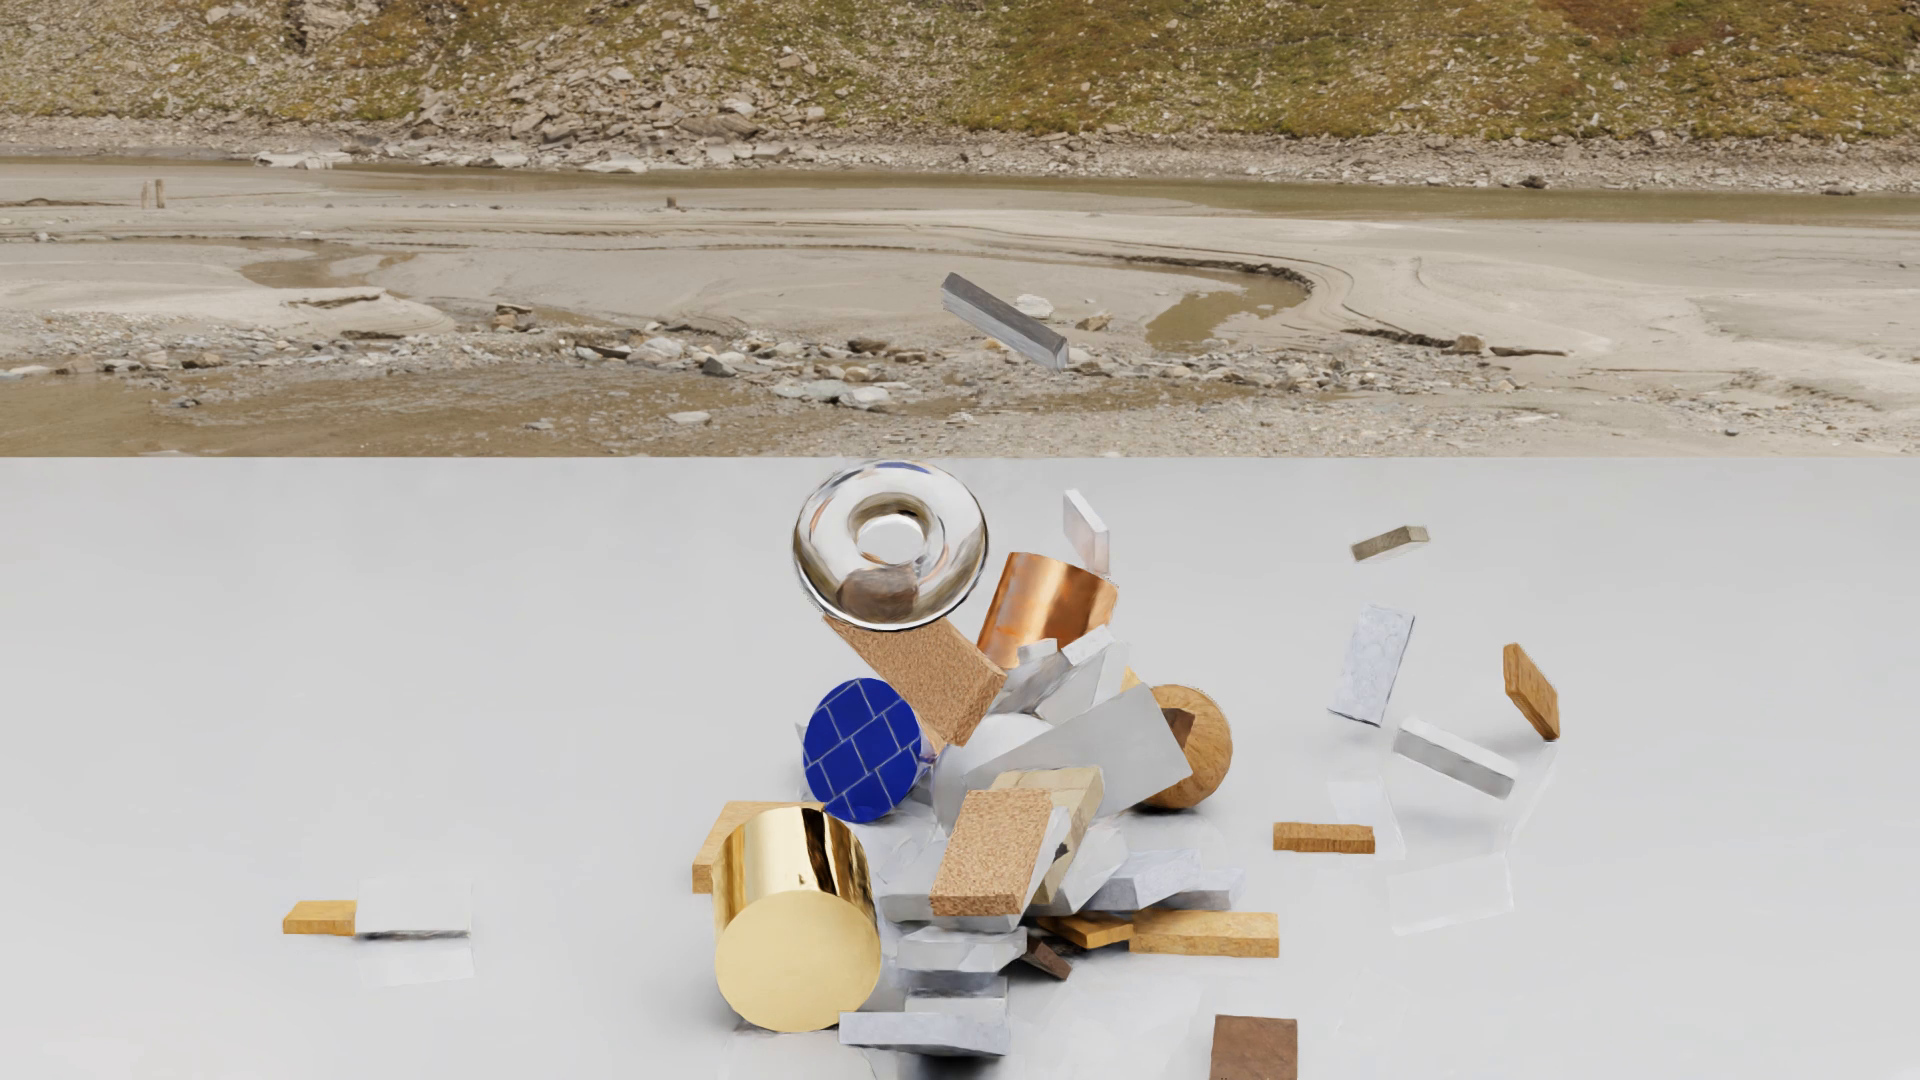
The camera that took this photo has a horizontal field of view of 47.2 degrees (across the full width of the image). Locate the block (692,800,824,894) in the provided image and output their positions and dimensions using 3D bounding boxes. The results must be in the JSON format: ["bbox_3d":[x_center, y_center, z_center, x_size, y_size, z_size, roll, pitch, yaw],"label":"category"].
[{"bbox_3d":[-0.346,0.534,3.835,0.178,0.050,0.355,1,11,4],"label":"block"}]

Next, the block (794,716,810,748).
[{"bbox_3d":[-0.242,0.417,4.306,0.029,0.104,0.207,-29,25,-30],"label":"block"}]

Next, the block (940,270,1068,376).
[{"bbox_3d":[0.085,-0.406,4.133,0.256,0.036,0.128,31,-9,10],"label":"block"}]

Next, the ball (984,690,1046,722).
[{"bbox_3d":[0.078,0.378,4.182,0.185,0.185,0.185,0,11,0],"label":"ball"}]

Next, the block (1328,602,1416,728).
[{"bbox_3d":[0.854,0.257,4.562,0.109,0.246,0.031,16,-15,20],"label":"block"}]

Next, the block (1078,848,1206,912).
[{"bbox_3d":[0.194,0.547,3.519,0.355,0.050,0.178,-10,1,41],"label":"block"}]

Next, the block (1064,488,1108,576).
[{"bbox_3d":[0.281,-0.018,4.925,0.031,0.109,0.218,-8,28,-14],"label":"block"}]

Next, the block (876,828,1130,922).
[{"bbox_3d":[0.065,0.530,3.471,0.385,0.048,0.171,-10,18,40],"label":"block"}]

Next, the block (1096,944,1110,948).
[{"bbox_3d":[0.212,0.620,3.470,0.045,0.013,0.091,0,11,0],"label":"block"}]

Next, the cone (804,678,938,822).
[{"bbox_3d":[-0.111,0.408,4.170,0.266,0.266,0.266,7,-5,34],"label":"cone"}]

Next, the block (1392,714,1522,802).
[{"bbox_3d":[0.902,0.396,4.001,0.222,0.031,0.111,24,-23,15],"label":"block"}]

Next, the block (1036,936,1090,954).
[{"bbox_3d":[0.155,0.624,3.394,0.091,0.013,0.045,7,2,-45],"label":"block"}]

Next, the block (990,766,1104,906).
[{"bbox_3d":[0.098,0.459,3.414,0.171,0.048,0.341,-6,20,21],"label":"block"}]

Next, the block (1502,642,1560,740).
[{"bbox_3d":[1.176,0.314,4.526,0.031,0.109,0.218,-16,-40,30],"label":"block"}]

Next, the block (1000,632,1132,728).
[{"bbox_3d":[0.182,0.312,4.316,0.050,0.178,0.380,30,-30,-24],"label":"block"}]

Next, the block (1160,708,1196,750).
[{"bbox_3d":[0.321,0.345,3.751,0.031,0.111,0.222,25,-12,-17],"label":"block"}]

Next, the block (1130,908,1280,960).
[{"bbox_3d":[0.383,0.615,3.444,0.229,0.032,0.114,1,11,6],"label":"block"}]

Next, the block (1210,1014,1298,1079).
[{"bbox_3d":[0.398,0.704,2.969,0.114,0.032,0.229,2,11,8],"label":"block"}]

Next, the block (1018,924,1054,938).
[{"bbox_3d":[0.101,0.620,3.472,0.091,0.013,0.045,2,11,9],"label":"block"}]

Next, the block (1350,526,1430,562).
[{"bbox_3d":[0.823,0.008,4.202,0.111,0.031,0.222,-22,-8,19],"label":"block"}]

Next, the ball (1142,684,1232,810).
[{"bbox_3d":[0.394,0.388,4.119,0.233,0.233,0.233,0,11,0],"label":"ball"}]

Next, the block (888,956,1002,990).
[{"bbox_3d":[-0.018,0.615,3.178,0.134,0.038,0.267,0,-5,6],"label":"block"}]

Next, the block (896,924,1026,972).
[{"bbox_3d":[0.005,0.568,3.074,0.134,0.038,0.267,0,-5,11],"label":"block"}]

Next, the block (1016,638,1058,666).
[{"bbox_3d":[0.171,0.316,4.567,0.029,0.207,0.103,-3,6,36],"label":"block"}]

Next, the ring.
[{"bbox_3d":[-0.105,0.005,3.341,0.301,0.100,0.301,-1,55,2],"label":"ring"}]

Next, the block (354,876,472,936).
[{"bbox_3d":[-0.862,0.579,3.475,0.175,0.088,0.025,1,-27,-10],"label":"block"}]

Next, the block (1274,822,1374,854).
[{"bbox_3d":[0.647,0.531,3.919,0.175,0.025,0.088,1,11,8],"label":"block"}]

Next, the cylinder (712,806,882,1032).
[{"bbox_3d":[-0.238,0.544,3.167,0.233,0.233,0.233,-1,22,-7],"label":"cylinder"}]

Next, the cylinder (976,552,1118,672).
[{"bbox_3d":[0.184,0.194,4.820,0.257,0.257,0.257,20,-11,4],"label":"cylinder"}]

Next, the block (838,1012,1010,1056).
[{"bbox_3d":[-0.034,0.622,2.757,0.125,0.035,0.554,-1,-14,9],"label":"block"}]

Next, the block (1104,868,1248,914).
[{"bbox_3d":[0.341,0.571,3.574,0.229,0.032,0.114,-6,7,21],"label":"block"}]

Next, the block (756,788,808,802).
[{"bbox_3d":[-0.338,0.498,4.102,0.081,0.023,0.162,1,11,6],"label":"block"}]

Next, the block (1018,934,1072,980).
[{"bbox_3d":[0.092,0.615,3.336,0.081,0.023,0.161,45,-18,-33],"label":"block"}]

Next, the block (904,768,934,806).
[{"bbox_3d":[-0.069,0.470,4.235,0.104,0.029,0.207,-9,14,-39],"label":"block"}]

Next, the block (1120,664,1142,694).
[{"bbox_3d":[0.364,0.337,4.563,0.023,0.162,0.081,-28,17,49],"label":"block"}]

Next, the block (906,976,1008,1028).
[{"bbox_3d":[-0.002,0.645,3.080,0.134,0.038,0.267,0,-5,2],"label":"block"}]

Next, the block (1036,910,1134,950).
[{"bbox_3d":[0.193,0.600,3.437,0.081,0.023,0.161,-9,9,-26],"label":"block"}]

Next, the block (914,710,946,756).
[{"bbox_3d":[-0.035,0.414,4.556,0.081,0.023,0.398,-1,11,-7],"label":"block"}]

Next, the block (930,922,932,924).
[{"bbox_3d":[-0.003,0.596,3.322,0.081,0.023,0.161,3,-21,2],"label":"block"}]

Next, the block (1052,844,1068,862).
[{"bbox_3d":[0.113,0.452,3.243,0.045,0.013,0.091,-26,26,-30],"label":"block"}]

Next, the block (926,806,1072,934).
[{"bbox_3d":[0.060,0.471,3.183,0.125,0.035,0.249,1,31,25],"label":"block"}]

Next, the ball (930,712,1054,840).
[{"bbox_3d":[0.084,0.432,3.784,0.269,0.269,0.269,0,11,0],"label":"ball"}]

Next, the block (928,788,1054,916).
[{"bbox_3d":[0.047,0.446,3.159,0.125,0.035,0.249,-4,29,17],"label":"block"}]

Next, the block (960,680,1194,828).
[{"bbox_3d":[0.193,0.386,3.617,0.341,0.171,0.048,-28,-6,3],"label":"block"}]

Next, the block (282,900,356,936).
[{"bbox_3d":[-0.983,0.605,3.520,0.175,0.025,0.088,0,11,2],"label":"block"}]

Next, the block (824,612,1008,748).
[{"bbox_3d":[-0.073,0.163,3.372,0.036,0.128,0.360,22,14,-46],"label":"block"}]

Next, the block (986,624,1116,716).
[{"bbox_3d":[0.153,0.247,3.859,0.128,0.036,0.256,-27,-13,-47],"label":"block"}]
